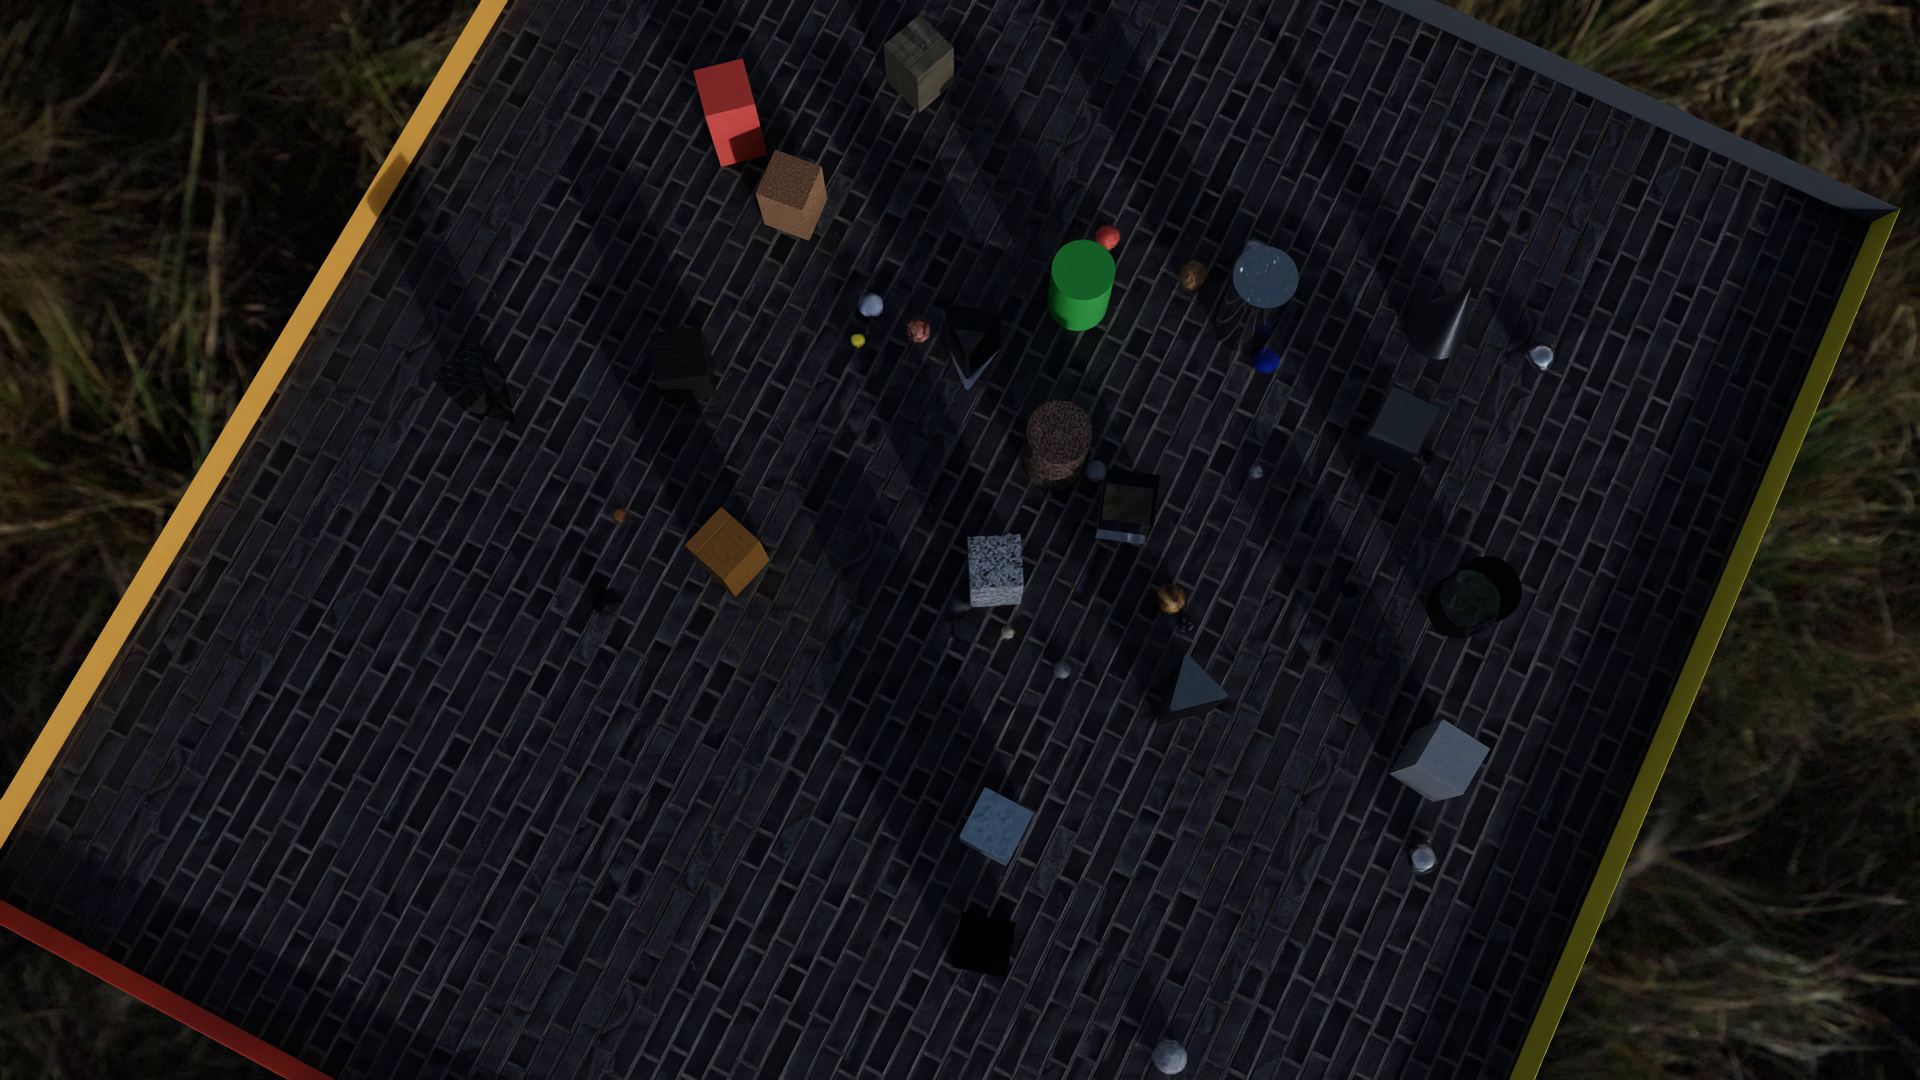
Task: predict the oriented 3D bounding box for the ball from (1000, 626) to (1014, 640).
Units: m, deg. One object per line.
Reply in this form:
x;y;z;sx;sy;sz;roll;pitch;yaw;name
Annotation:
0.144;0.279;5.537;0.042;0.042;0.042;0;78;0;ball

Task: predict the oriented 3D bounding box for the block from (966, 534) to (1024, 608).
0.103;0.093;5.439;0.154;0.310;0.154;-3;78;-1;block

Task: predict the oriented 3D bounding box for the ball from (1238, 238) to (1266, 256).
0.923;-0.898;5.754;0.094;0.094;0.094;0;78;0;ball

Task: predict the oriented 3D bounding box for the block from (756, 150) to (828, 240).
-0.522;-1.072;5.708;0.154;0.254;0.154;21;79;4;block

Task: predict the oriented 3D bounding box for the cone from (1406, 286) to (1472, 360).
1.495;-0.699;5.556;0.192;0.402;0.192;0;78;0;cone

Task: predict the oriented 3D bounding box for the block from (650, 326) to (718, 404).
-0.844;-0.532;5.604;0.154;0.241;0.154;-9;78;-2;block

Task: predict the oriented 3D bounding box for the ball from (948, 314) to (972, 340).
-0.001;-0.664;5.713;0.078;0.078;0.078;0;78;0;ball

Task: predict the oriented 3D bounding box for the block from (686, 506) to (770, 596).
-0.690;0.039;5.459;0.154;0.292;0.154;41;81;8;block

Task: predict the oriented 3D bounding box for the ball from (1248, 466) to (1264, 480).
0.910;-0.209;5.637;0.044;0.044;0.044;0;78;0;ball

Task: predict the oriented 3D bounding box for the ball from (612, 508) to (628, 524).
-1.039;-0.074;5.607;0.049;0.049;0.049;0;78;0;ball

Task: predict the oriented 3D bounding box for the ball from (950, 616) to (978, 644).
0.013;0.270;5.518;0.083;0.083;0.083;0;78;0;ball

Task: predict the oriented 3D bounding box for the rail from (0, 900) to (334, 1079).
-0.994;1.953;5.148;4.300;0.125;0.045;26;80;5;rail

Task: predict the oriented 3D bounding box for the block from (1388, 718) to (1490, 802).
1.386;0.642;5.315;0.154;0.330;0.154;33;80;6;block

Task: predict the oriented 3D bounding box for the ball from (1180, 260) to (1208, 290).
0.732;-0.829;5.742;0.091;0.091;0.091;0;78;0;ball

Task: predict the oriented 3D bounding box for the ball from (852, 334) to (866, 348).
-0.318;-0.623;5.723;0.045;0.045;0.045;0;78;0;ball

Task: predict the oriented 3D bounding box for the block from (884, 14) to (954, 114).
-0.128;-1.505;5.801;0.154;0.248;0.154;-43;81;-8;block

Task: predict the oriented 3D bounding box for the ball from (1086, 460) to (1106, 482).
0.417;-0.210;5.627;0.065;0.065;0.065;0;78;0;ball

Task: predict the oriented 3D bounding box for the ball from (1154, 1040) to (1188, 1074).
0.603;1.484;5.260;0.096;0.096;0.096;0;78;0;ball

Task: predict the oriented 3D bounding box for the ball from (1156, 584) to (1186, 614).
0.636;0.177;5.533;0.091;0.091;0.091;0;78;0;ball

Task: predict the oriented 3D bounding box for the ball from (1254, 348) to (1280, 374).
0.952;-0.558;5.691;0.080;0.080;0.080;0;78;0;ball

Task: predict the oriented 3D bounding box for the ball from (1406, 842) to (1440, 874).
1.357;0.933;5.375;0.094;0.094;0.094;0;78;0;ball

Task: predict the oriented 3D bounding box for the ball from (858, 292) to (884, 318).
-0.279;-0.733;5.726;0.082;0.082;0.082;0;78;0;ball

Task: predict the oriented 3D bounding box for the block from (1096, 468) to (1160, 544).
0.500;-0.098;5.498;0.154;0.271;0.154;8;78;2;block

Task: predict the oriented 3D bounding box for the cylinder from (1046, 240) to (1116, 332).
0.370;-0.779;5.628;0.192;0.293;0.192;0;78;0;cylinder

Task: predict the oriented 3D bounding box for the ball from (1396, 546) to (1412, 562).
1.353;0.045;5.582;0.049;0.049;0.049;0;78;0;ball

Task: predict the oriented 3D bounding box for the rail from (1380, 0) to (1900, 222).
0.994;-1.940;5.953;4.300;0.125;0.045;26;80;5;rail

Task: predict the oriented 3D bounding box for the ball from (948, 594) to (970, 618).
-0.004;0.200;5.540;0.068;0.068;0.068;0;78;0;ball

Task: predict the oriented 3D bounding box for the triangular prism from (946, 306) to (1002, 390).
0.015;-0.612;5.563;0.144;0.353;0.166;36;81;7;triangular prism

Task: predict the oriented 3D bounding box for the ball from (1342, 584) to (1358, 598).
1.184;0.153;5.561;0.046;0.046;0.046;0;78;0;ball

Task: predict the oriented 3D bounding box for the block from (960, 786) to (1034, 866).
0.102;0.825;5.259;0.154;0.365;0.154;27;80;5;block

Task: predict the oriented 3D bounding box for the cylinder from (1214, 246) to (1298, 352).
0.892;-0.725;5.553;0.192;0.419;0.192;0;78;0;cylinder

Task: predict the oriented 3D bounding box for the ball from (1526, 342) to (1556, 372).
1.802;-0.566;5.687;0.092;0.092;0.092;0;78;0;ball

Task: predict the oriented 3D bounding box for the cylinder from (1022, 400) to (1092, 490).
0.289;-0.281;5.502;0.192;0.338;0.192;0;78;0;cylinder

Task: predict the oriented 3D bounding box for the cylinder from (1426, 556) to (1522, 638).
1.515;0.173;5.414;0.192;0.326;0.192;0;78;0;cylinder

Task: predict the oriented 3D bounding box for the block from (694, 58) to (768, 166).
-0.710;-1.324;5.699;0.154;0.375;0.154;-15;79;-3;block

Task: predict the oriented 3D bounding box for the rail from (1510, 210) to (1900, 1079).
1.902;0.938;5.358;0.045;0.125;4.491;26;80;5;rail

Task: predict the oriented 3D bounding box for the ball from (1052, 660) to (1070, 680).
0.305;0.391;5.507;0.055;0.055;0.055;0;78;0;ball

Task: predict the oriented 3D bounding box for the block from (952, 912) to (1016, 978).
0.066;1.153;5.230;0.154;0.290;0.154;11;79;2;block

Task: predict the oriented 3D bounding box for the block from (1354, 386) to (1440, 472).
1.327;-0.336;5.568;0.154;0.231;0.154;28;80;5;block

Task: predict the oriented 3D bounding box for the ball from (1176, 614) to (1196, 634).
0.682;0.252;5.534;0.058;0.058;0.058;0;78;0;ball

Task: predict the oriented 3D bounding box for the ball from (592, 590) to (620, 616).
-1.069;0.189;5.538;0.078;0.078;0.078;0;78;0;ball

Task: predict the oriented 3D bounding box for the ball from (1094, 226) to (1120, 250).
0.464;-0.953;5.774;0.078;0.078;0.078;0;78;0;ball

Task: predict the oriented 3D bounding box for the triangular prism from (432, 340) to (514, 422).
-1.447;-0.490;5.545;0.166;0.339;0.144;15;79;3;triangular prism

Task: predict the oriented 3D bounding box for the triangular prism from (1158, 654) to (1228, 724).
0.656;0.427;5.344;0.166;0.361;0.144;-13;79;-3;triangular prism

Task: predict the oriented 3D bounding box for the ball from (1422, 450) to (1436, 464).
1.445;-0.256;5.648;0.043;0.043;0.043;0;78;0;ball

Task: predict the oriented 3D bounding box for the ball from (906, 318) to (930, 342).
-0.129;-0.653;5.713;0.075;0.075;0.075;0;78;0;ball

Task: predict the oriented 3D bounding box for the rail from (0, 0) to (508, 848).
-1.902;-0.925;5.743;0.045;0.125;4.491;26;80;5;rail
